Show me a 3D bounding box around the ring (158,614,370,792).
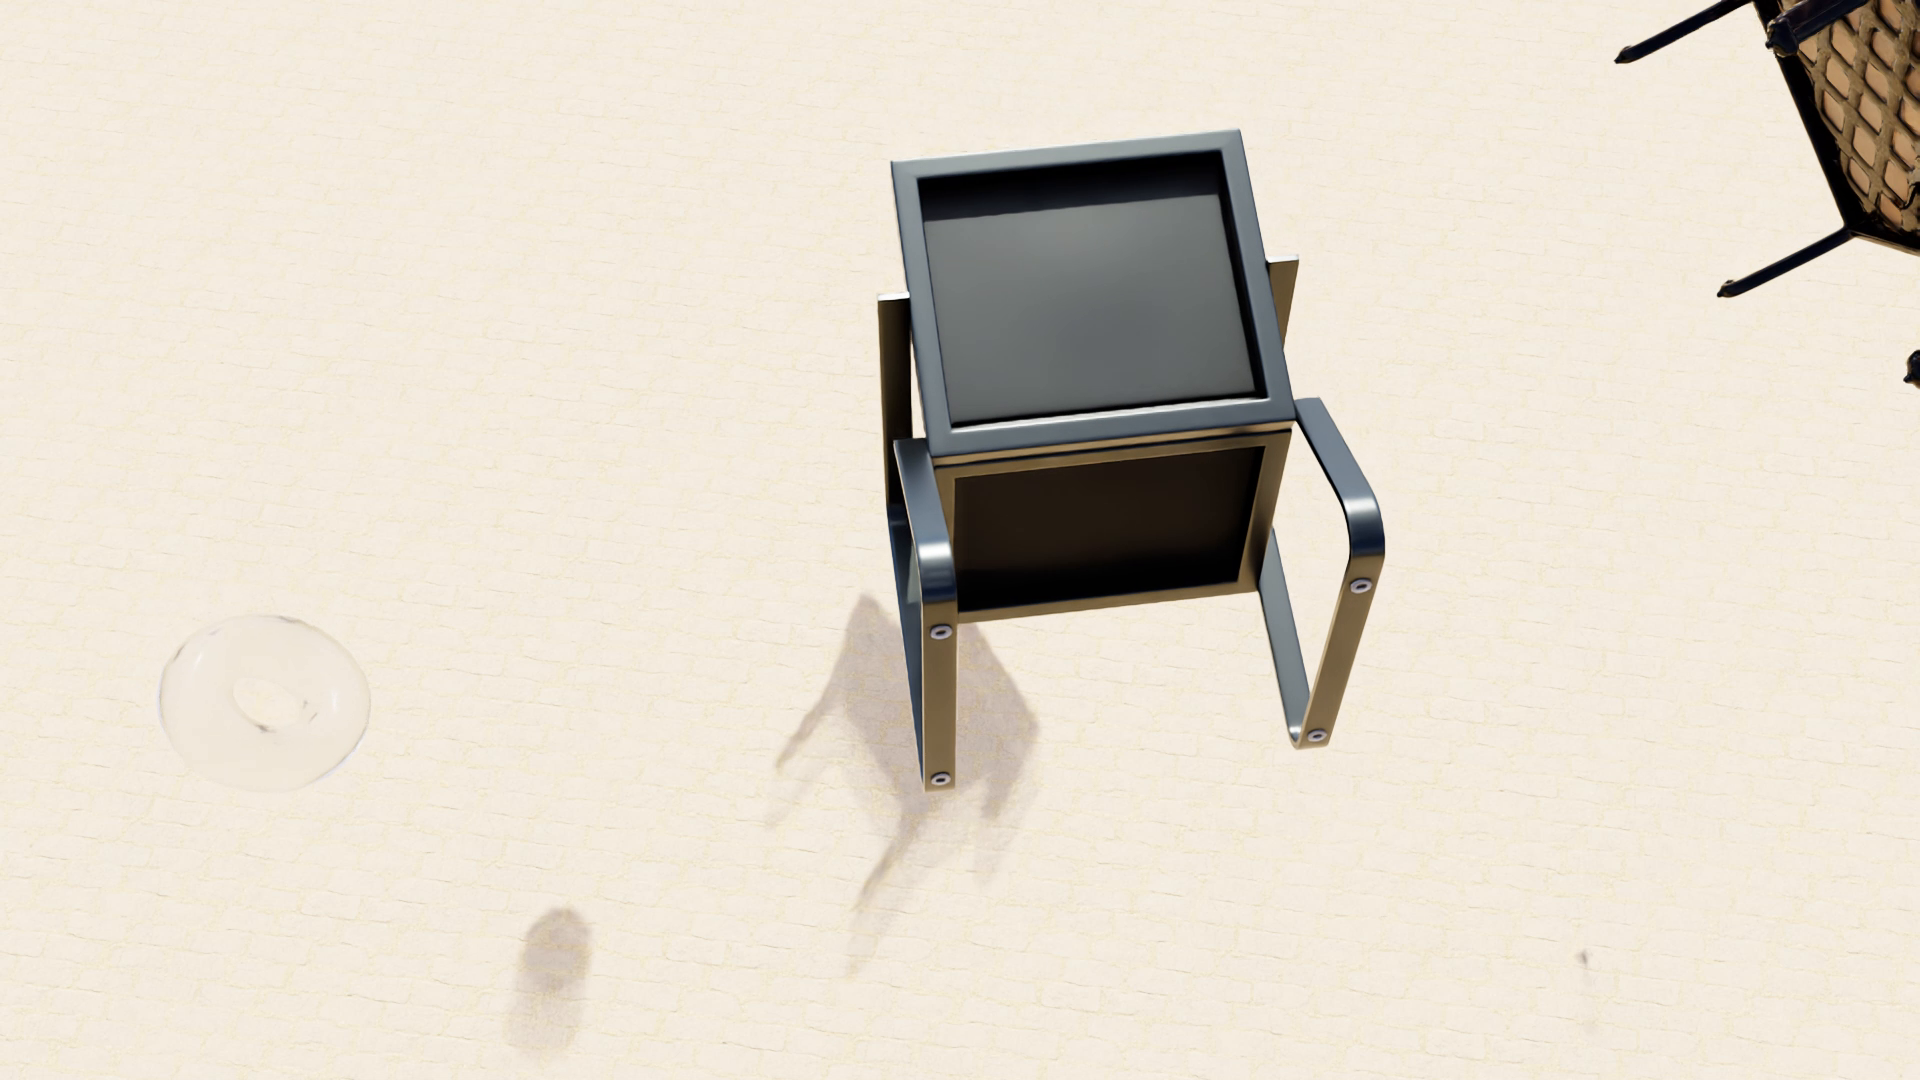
[{"bbox_3d":[-1.182,0.276,3.746,0.369,0.133,0.323,-3,63,-43],"label":"ring"}]
